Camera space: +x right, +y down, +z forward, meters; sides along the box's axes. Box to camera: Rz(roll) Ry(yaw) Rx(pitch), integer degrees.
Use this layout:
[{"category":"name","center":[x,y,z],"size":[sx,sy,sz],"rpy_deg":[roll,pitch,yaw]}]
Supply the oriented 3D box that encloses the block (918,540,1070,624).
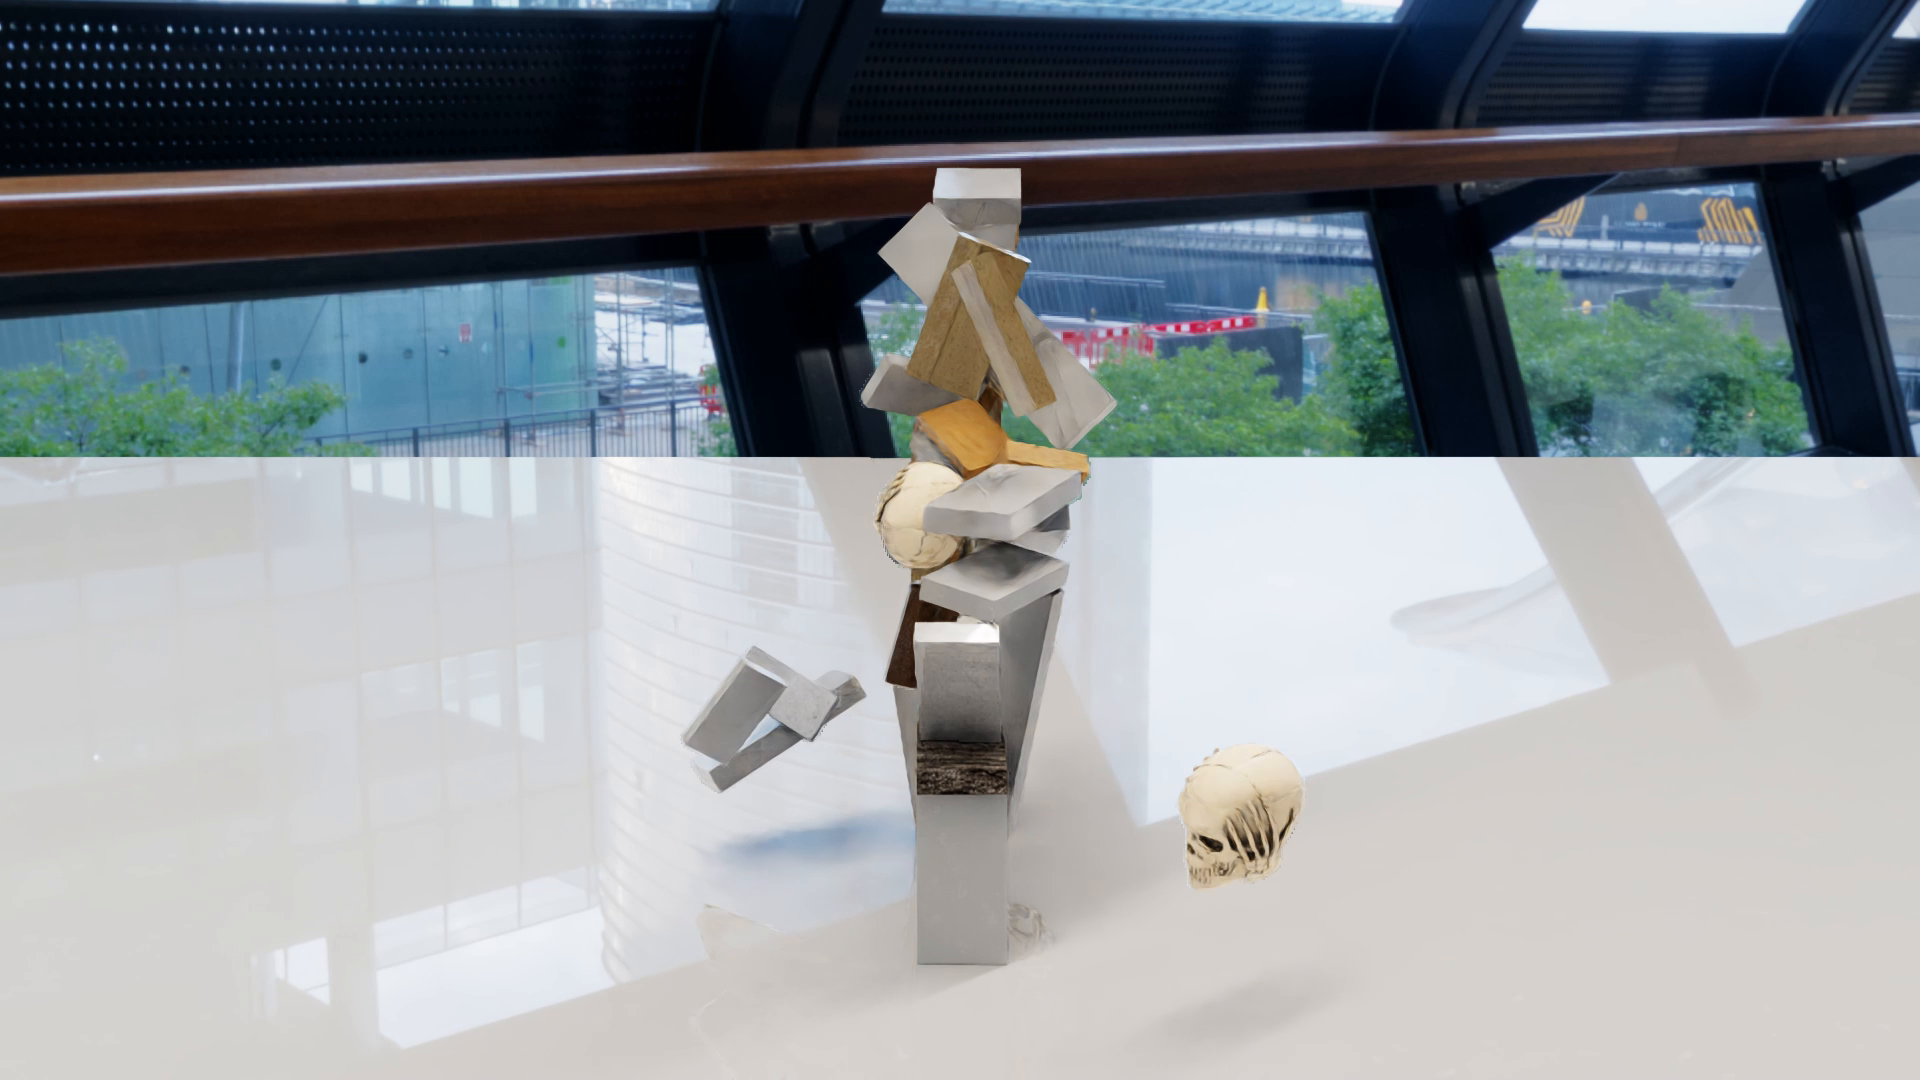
[{"category":"block","center":[0.056,0.062,3.386],"size":[0.126,0.036,0.252],"rpy_deg":[18,21,25]}]

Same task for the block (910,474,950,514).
[{"category":"block","center":[-0.039,-0.077,3.954],"size":[0.088,0.025,0.176],"rpy_deg":[10,-14,-3]}]

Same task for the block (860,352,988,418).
[{"category":"block","center":[-0.063,-0.271,3.964],"size":[0.209,0.104,0.030],"rpy_deg":[9,40,-33]}]

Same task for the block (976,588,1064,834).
[{"category":"block","center":[0.067,0.260,3.566],"size":[0.126,0.439,0.036],"rpy_deg":[23,26,27]}]

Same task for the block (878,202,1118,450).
[{"category":"block","center":[0.062,-0.368,3.794],"size":[0.492,0.127,0.036],"rpy_deg":[49,7,16]}]

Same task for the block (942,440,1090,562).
[{"category":"block","center":[0.092,-0.054,3.747],"size":[0.145,0.291,0.041],"rpy_deg":[9,51,-21]}]

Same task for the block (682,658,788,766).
[{"category":"block","center":[-0.377,0.288,3.682],"size":[0.088,0.175,0.025],"rpy_deg":[31,13,-29]}]

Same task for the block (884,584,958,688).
[{"category":"block","center":[-0.062,0.165,3.681],"size":[0.088,0.176,0.025],"rpy_deg":[12,21,-11]}]

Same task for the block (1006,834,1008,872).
[{"category":"block","center":[0.007,0.421,3.734],"size":[0.152,0.304,0.043],"rpy_deg":[1,11,-3]}]

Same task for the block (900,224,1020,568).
[{"category":"block","center":[0.003,-0.294,4.186],"size":[0.157,0.728,0.044],"rpy_deg":[10,-14,-15]}]

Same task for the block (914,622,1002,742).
[{"category":"block","center":[-0.001,0.219,3.350],"size":[0.126,0.252,0.036],"rpy_deg":[1,49,3]}]

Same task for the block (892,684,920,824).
[{"category":"block","center":[-0.023,0.377,3.926],"size":[0.152,0.304,0.043],"rpy_deg":[-8,12,2]}]

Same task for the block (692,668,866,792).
[{"category":"block","center":[-0.320,0.333,3.874],"size":[0.304,0.043,0.152],"rpy_deg":[-33,11,-15]}]

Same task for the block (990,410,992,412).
[{"category":"block","center":[-0.007,-0.117,4.103],"size":[0.088,0.351,0.025],"rpy_deg":[13,-17,-14]}]

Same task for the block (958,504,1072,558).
[{"category":"block","center":[0.087,0.001,3.622],"size":[0.145,0.041,0.291],"rpy_deg":[-4,-12,-7]}]

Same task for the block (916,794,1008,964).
[{"category":"block","center":[0.003,0.509,3.354],"size":[0.136,0.273,0.039],"rpy_deg":[0,8,1]}]

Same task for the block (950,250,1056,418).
[{"category":"block","center":[0.068,-0.321,3.458],"size":[0.036,0.254,0.127],"rpy_deg":[-25,3,-14]}]

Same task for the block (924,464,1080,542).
[{"category":"block","center":[0.070,-0.062,3.439],"size":[0.145,0.041,0.291],"rpy_deg":[6,17,23]}]

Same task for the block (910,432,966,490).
[{"category":"block","center":[-0.011,-0.138,3.916],"size":[0.104,0.030,0.209],"rpy_deg":[4,22,-20]}]

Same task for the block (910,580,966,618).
[{"category":"block","center":[-0.010,0.093,3.784],"size":[0.091,0.026,0.182],"rpy_deg":[-19,-21,16]}]

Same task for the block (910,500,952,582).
[{"category":"block","center":[-0.035,0.026,3.932],"size":[0.091,0.182,0.026],"rpy_deg":[9,5,0]}]

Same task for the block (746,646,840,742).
[{"category":"block","center":[-0.306,0.264,3.787],"size":[0.175,0.088,0.025],"rpy_deg":[31,-10,10]}]

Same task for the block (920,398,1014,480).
[{"category":"block","center":[0.020,-0.177,3.867],"size":[0.104,0.030,0.209],"rpy_deg":[-20,39,-17]}]

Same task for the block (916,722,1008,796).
[{"category":"block","center":[0.001,0.338,3.420],"size":[0.136,0.039,0.273],"rpy_deg":[0,10,0]}]

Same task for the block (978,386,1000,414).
[{"category":"block","center":[-0.001,-0.223,4.099],"size":[0.088,0.175,0.025],"rpy_deg":[29,-22,-9]}]

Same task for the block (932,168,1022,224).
[{"category":"block","center":[0.033,-0.631,4.021],"size":[0.157,0.044,0.314],"rpy_deg":[1,19,1]}]

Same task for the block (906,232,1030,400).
[{"category":"block","center":[0.013,-0.375,3.699],"size":[0.127,0.254,0.036],"rpy_deg":[22,17,-2]}]

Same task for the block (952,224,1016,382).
[{"category":"block","center":[0.018,-0.429,4.003],"size":[0.157,0.314,0.044],"rpy_deg":[-20,37,-40]}]
